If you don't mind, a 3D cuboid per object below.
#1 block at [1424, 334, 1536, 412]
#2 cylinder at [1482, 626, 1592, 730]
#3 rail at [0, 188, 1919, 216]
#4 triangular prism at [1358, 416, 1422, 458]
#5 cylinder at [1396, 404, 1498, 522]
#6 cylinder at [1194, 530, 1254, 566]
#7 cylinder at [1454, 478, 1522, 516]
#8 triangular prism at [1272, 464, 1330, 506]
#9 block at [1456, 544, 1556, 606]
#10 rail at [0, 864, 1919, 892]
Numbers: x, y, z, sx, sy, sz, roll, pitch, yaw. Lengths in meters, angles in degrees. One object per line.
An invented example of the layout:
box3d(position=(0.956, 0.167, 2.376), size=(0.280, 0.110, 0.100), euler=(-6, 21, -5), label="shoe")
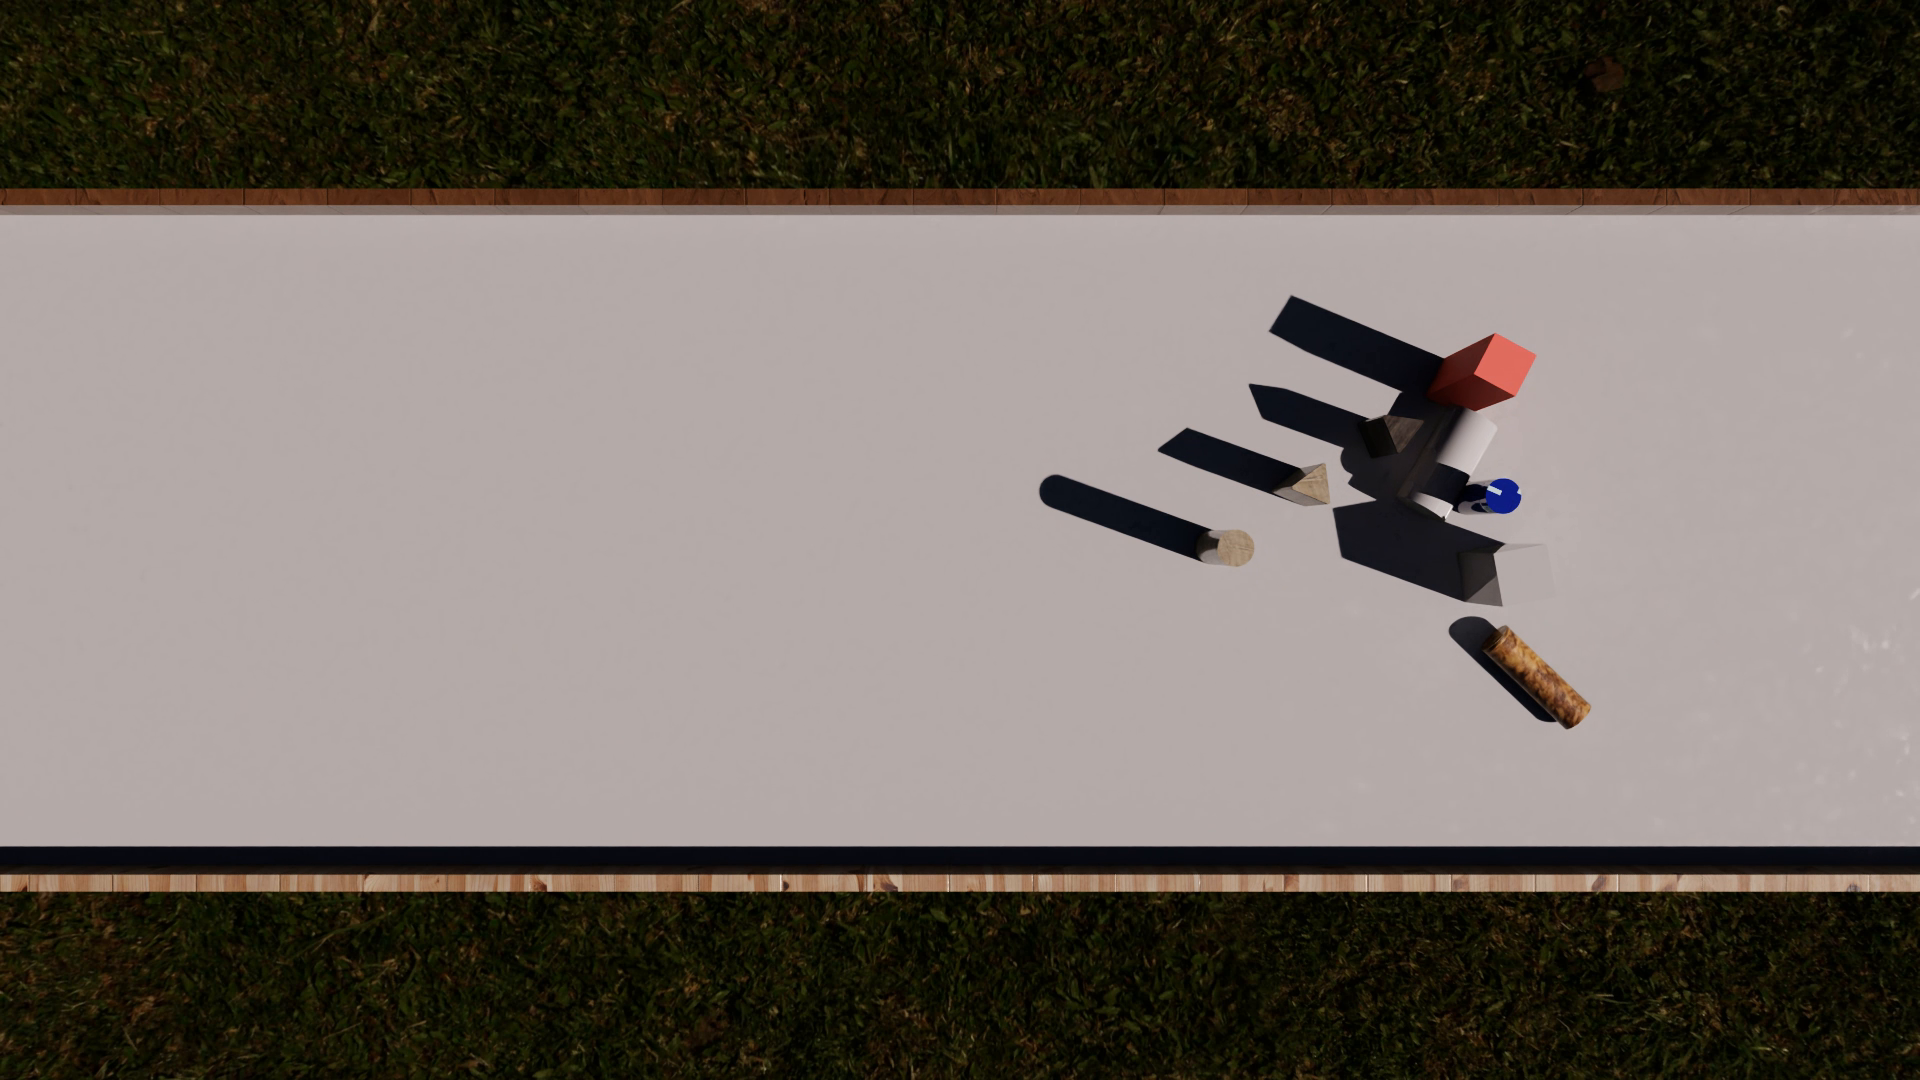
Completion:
box3d(position=(1.523, -0.481, 4.848), size=(0.132, 0.451, 0.132), euler=(28, 87, 0), label="block")
box3d(position=(1.754, 0.418, 5.024), size=(0.350, 0.106, 0.106), euler=(43, 90, 0), label="cylinder")
box3d(position=(-2.247, -1.025, 5.002), size=(12.000, 0.150, 0.050), euler=(0, 90, 0), label="rail")
box3d(position=(1.264, -0.328, 4.920), size=(0.101, 0.313, 0.117), euler=(38, 90, 0), label="triangular prism")
box3d(position=(1.473, -0.233, 4.995), size=(0.164, 0.164, 0.321), euler=(30, 90, 0), label="cylinder")
box3d(position=(0.774, 0.023, 4.853), size=(0.105, 0.447, 0.105), euler=(0, 90, 0), label="cylinder")
box3d(position=(1.566, -0.127, 4.916), size=(0.103, 0.321, 0.103), euler=(0, 90, 0), label="cylinder")
box3d(position=(1.031, -0.174, 4.914), size=(0.117, 0.326, 0.101), euler=(23, 90, 0), label="triangular prism")
box3d(position=(1.617, 0.101, 4.899), size=(0.156, 0.355, 0.156), euler=(-10, 90, 0), label="block")
box3d(position=(-2.247, 1.025, 5.001), size=(12.000, 0.150, 0.050), euler=(0, 90, 0), label="rail")
